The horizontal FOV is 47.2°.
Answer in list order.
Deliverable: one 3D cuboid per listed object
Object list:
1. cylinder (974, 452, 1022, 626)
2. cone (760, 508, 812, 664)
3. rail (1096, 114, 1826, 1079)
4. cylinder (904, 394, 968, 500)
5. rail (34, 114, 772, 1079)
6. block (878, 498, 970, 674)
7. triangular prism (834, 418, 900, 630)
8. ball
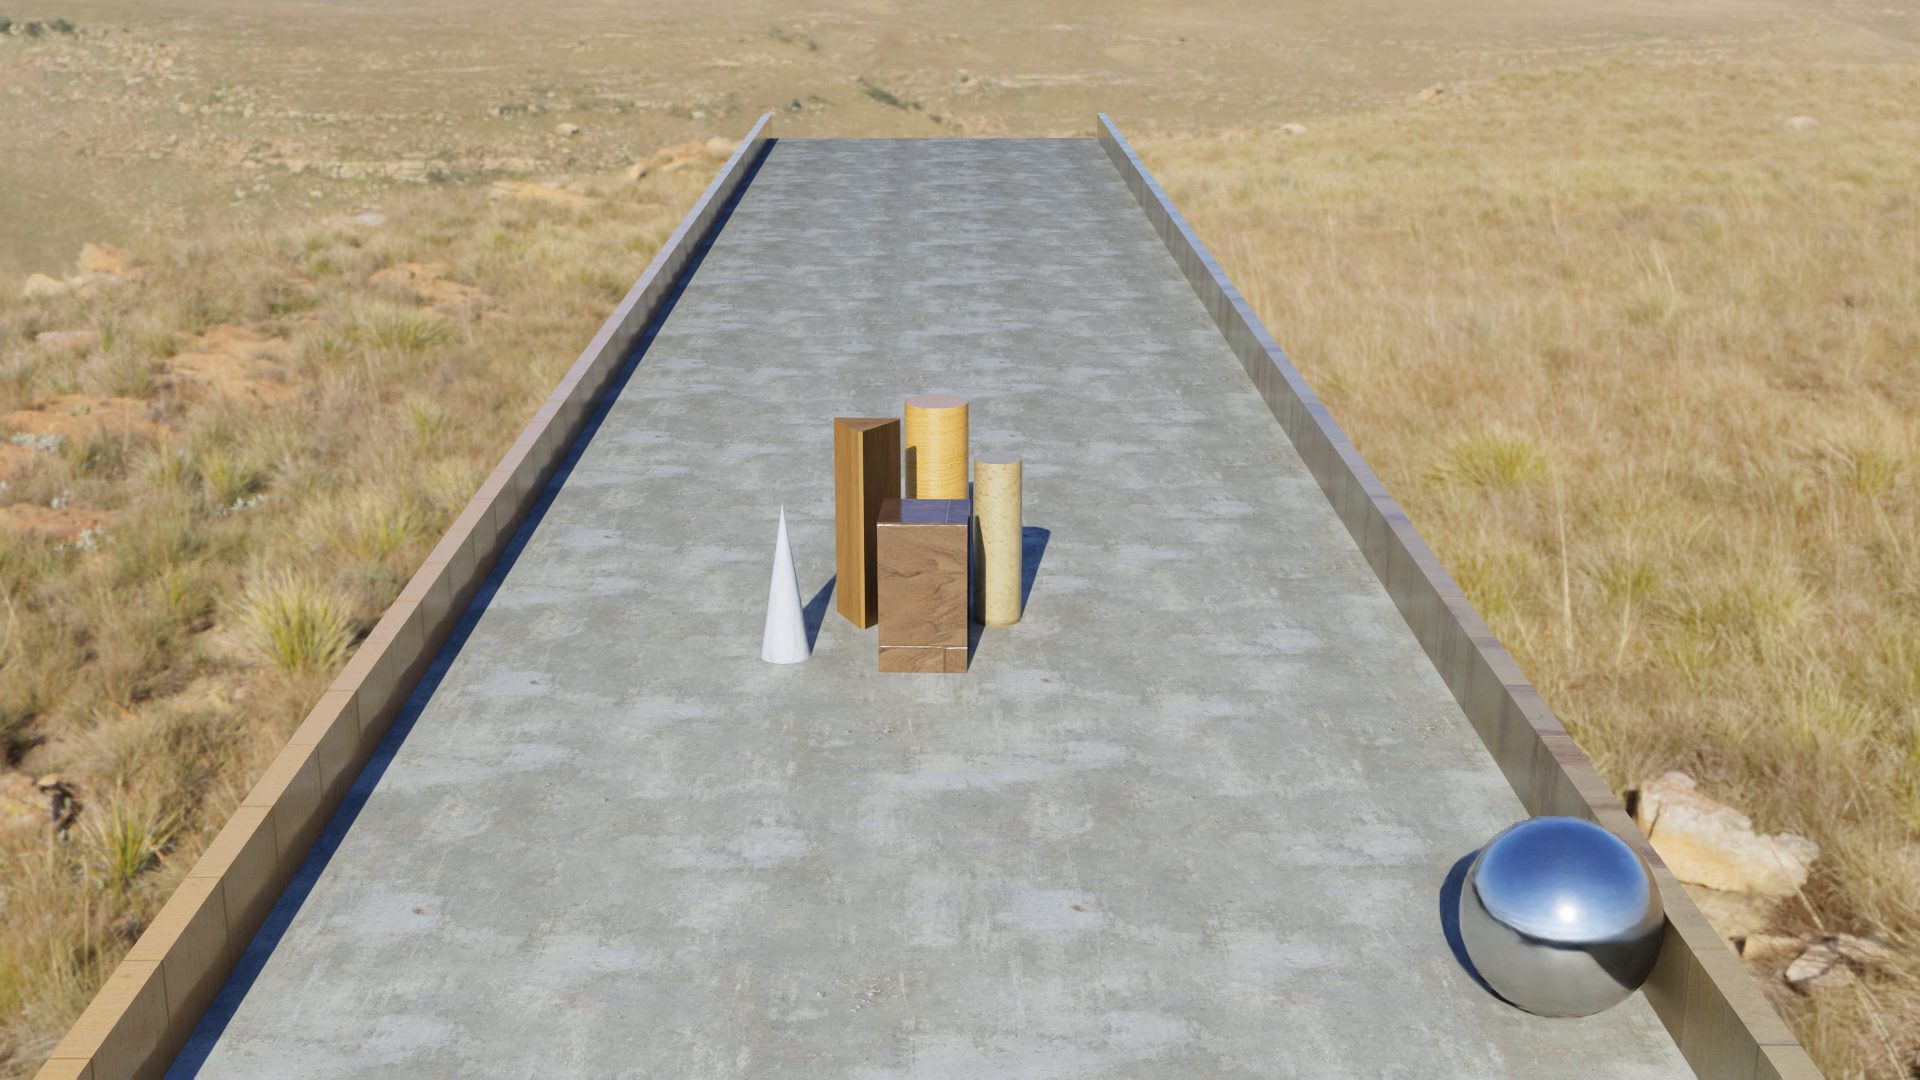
[{"bbox_3d":[0.079,-0.001,4.613,0.101,0.352,0.101,0,17,0],"label":"cylinder"},{"bbox_3d":[-0.352,0.081,4.401,0.103,0.316,0.103,0,17,0],"label":"cone"},{"bbox_3d":[0.932,-0.844,7.801,0.050,0.150,12.000,0,17,-1],"label":"rail"},{"bbox_3d":[-0.052,-0.113,4.901,0.142,0.402,0.142,0,17,0],"label":"cylinder"},{"bbox_3d":[-1.118,-0.838,7.780,0.050,0.150,12.000,0,17,-1],"label":"rail"},{"bbox_3d":[-0.070,0.090,4.384,0.175,0.308,0.175,1,17,2],"label":"block"},{"bbox_3d":[-0.213,-0.042,4.623,0.119,0.426,0.137,11,20,33],"label":"triangular prism"},{"bbox_3d":[0.823,0.516,3.013,0.273,0.273,0.273,0,17,0],"label":"ball"}]
